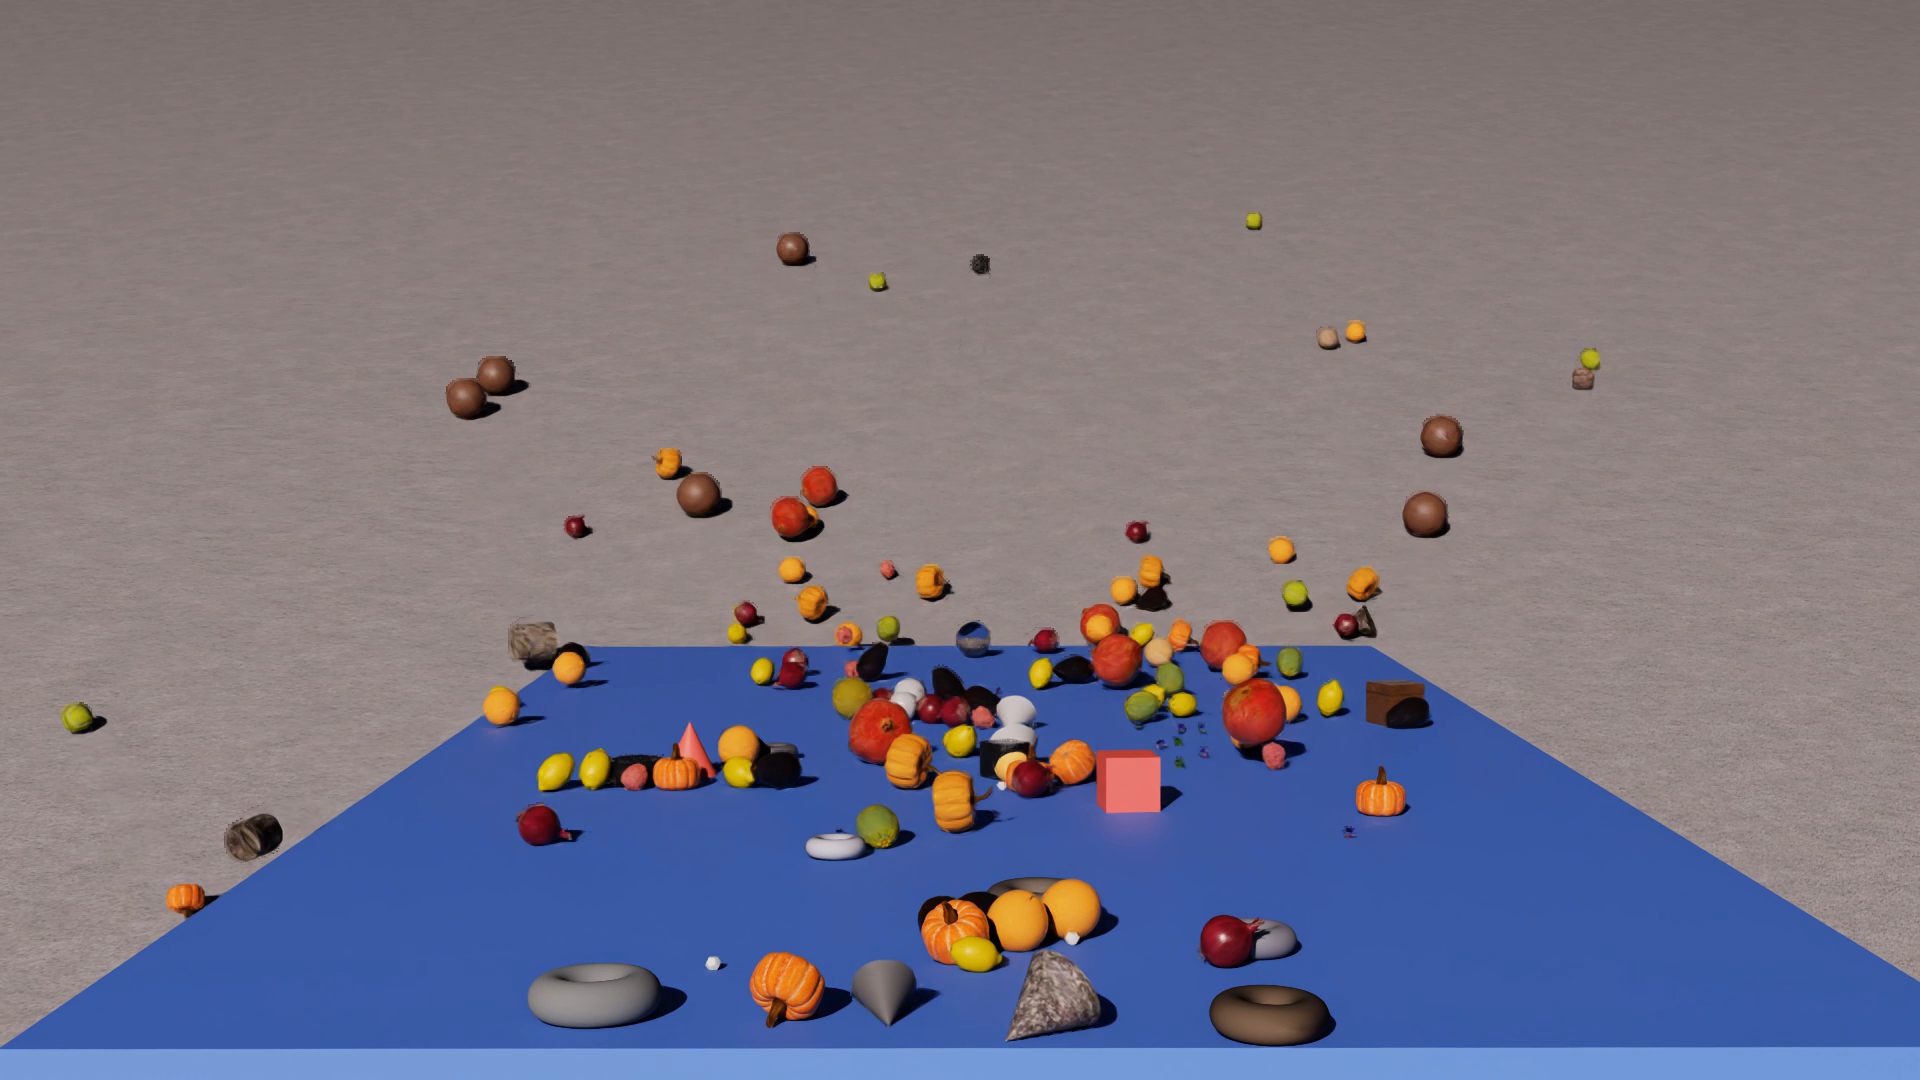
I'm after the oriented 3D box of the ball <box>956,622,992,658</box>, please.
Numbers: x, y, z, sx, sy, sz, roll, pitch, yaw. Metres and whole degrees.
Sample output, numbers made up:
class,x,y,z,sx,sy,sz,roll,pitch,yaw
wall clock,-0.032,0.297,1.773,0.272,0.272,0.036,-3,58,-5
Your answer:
class,x,y,z,sx,sy,sz,roll,pitch,yaw
ball,0.033,0.242,6.258,0.086,0.086,0.086,0,21,0

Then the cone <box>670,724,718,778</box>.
class,x,y,z,sx,sy,sz,roll,pitch,yaw
cone,-0.456,0.351,4.336,0.091,0.091,0.091,0,3,0

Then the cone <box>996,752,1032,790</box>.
class,x,y,z,sx,sy,sz,roll,pitch,yaw
cone,0.092,0.390,4.199,0.063,0.063,0.063,-2,30,-6

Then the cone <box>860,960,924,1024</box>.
class,x,y,z,sx,sy,sz,roll,pitch,yaw
cone,-0.076,0.479,2.646,0.067,0.067,0.067,3,50,9

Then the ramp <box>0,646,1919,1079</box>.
class,x,y,z,sx,sy,sz,roll,pitch,yaw
ramp,0.048,0.435,4.532,2.000,0.100,4.000,0,3,0

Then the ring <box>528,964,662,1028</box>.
class,x,y,z,sx,sy,sz,roll,pitch,yaw
ring,-0.378,0.471,2.661,0.139,0.046,0.139,-1,2,0

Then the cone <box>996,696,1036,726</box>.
class,x,y,z,sx,sy,sz,roll,pitch,yaw
cone,0.100,0.348,4.868,0.078,0.078,0.078,4,31,10

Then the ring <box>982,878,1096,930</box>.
class,x,y,z,sx,sy,sz,roll,pitch,yaw
ring,0.097,0.443,3.130,0.139,0.046,0.139,1,4,0

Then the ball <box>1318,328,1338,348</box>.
class,x,y,z,sx,sy,sz,roll,pitch,yaw
ball,1.340,-0.734,9.353,0.078,0.078,0.078,0,21,0

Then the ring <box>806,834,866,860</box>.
class,x,y,z,sx,sy,sz,roll,pitch,yaw
ring,-0.173,0.427,3.573,0.086,0.029,0.086,0,2,0

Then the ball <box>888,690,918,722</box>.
class,x,y,z,sx,sy,sz,roll,pitch,yaw
ball,-0.111,0.326,5.044,0.060,0.060,0.060,0,21,0

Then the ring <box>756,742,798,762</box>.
class,x,y,z,sx,sy,sz,roll,pitch,yaw
ring,-0.323,0.373,4.525,0.077,0.026,0.077,-1,4,0

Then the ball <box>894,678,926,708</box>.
class,x,y,z,sx,sy,sz,roll,pitch,yaw
ball,-0.100,0.309,5.125,0.067,0.067,0.067,0,21,0

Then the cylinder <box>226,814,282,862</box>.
class,x,y,z,sx,sy,sz,roll,pitch,yaw
cylinder,-1.028,0.434,3.745,0.057,0.057,0.057,7,10,18

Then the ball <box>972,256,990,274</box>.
class,x,y,z,sx,sy,sz,roll,pitch,yaw
ball,0.083,-1.106,10.348,0.070,0.070,0.070,0,21,0

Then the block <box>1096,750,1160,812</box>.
class,x,y,z,sx,sy,sz,roll,pitch,yaw
block,0.261,0.374,3.990,0.085,0.085,0.085,0,3,-7

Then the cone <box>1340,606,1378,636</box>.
class,x,y,z,sx,sy,sz,roll,pitch,yaw
cone,1.050,0.232,6.840,0.090,0.090,0.090,-23,16,16

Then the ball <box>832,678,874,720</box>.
class,x,y,z,sx,sy,sz,roll,pitch,yaw
ball,-0.211,0.313,5.059,0.084,0.084,0.084,0,21,0

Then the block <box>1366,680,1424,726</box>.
class,x,y,z,sx,sy,sz,roll,pitch,yaw
block,0.847,0.317,5.003,0.080,0.080,0.080,-2,4,-24

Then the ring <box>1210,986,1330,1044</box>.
class,x,y,z,sx,sy,sz,roll,pitch,yaw
ring,0.311,0.478,2.586,0.121,0.040,0.121,1,4,0

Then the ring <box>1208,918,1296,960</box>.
class,x,y,z,sx,sy,sz,roll,pitch,yaw
ring,0.336,0.459,2.960,0.103,0.034,0.103,1,2,0

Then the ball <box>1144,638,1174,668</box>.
class,x,y,z,sx,sy,sz,roll,pitch,yaw
ball,0.467,0.264,6.019,0.071,0.071,0.071,0,21,0

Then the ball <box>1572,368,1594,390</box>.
class,x,y,z,sx,sy,sz,roll,pitch,yaw
ball,2.154,-0.558,8.884,0.077,0.077,0.077,0,21,0

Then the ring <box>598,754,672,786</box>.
class,x,y,z,sx,sy,sz,roll,pitch,yaw
ring,-0.537,0.382,4.249,0.123,0.041,0.123,-1,4,0

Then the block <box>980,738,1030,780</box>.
class,x,y,z,sx,sy,sz,roll,pitch,yaw
block,0.076,0.368,4.309,0.060,0.060,0.060,-2,4,-35
